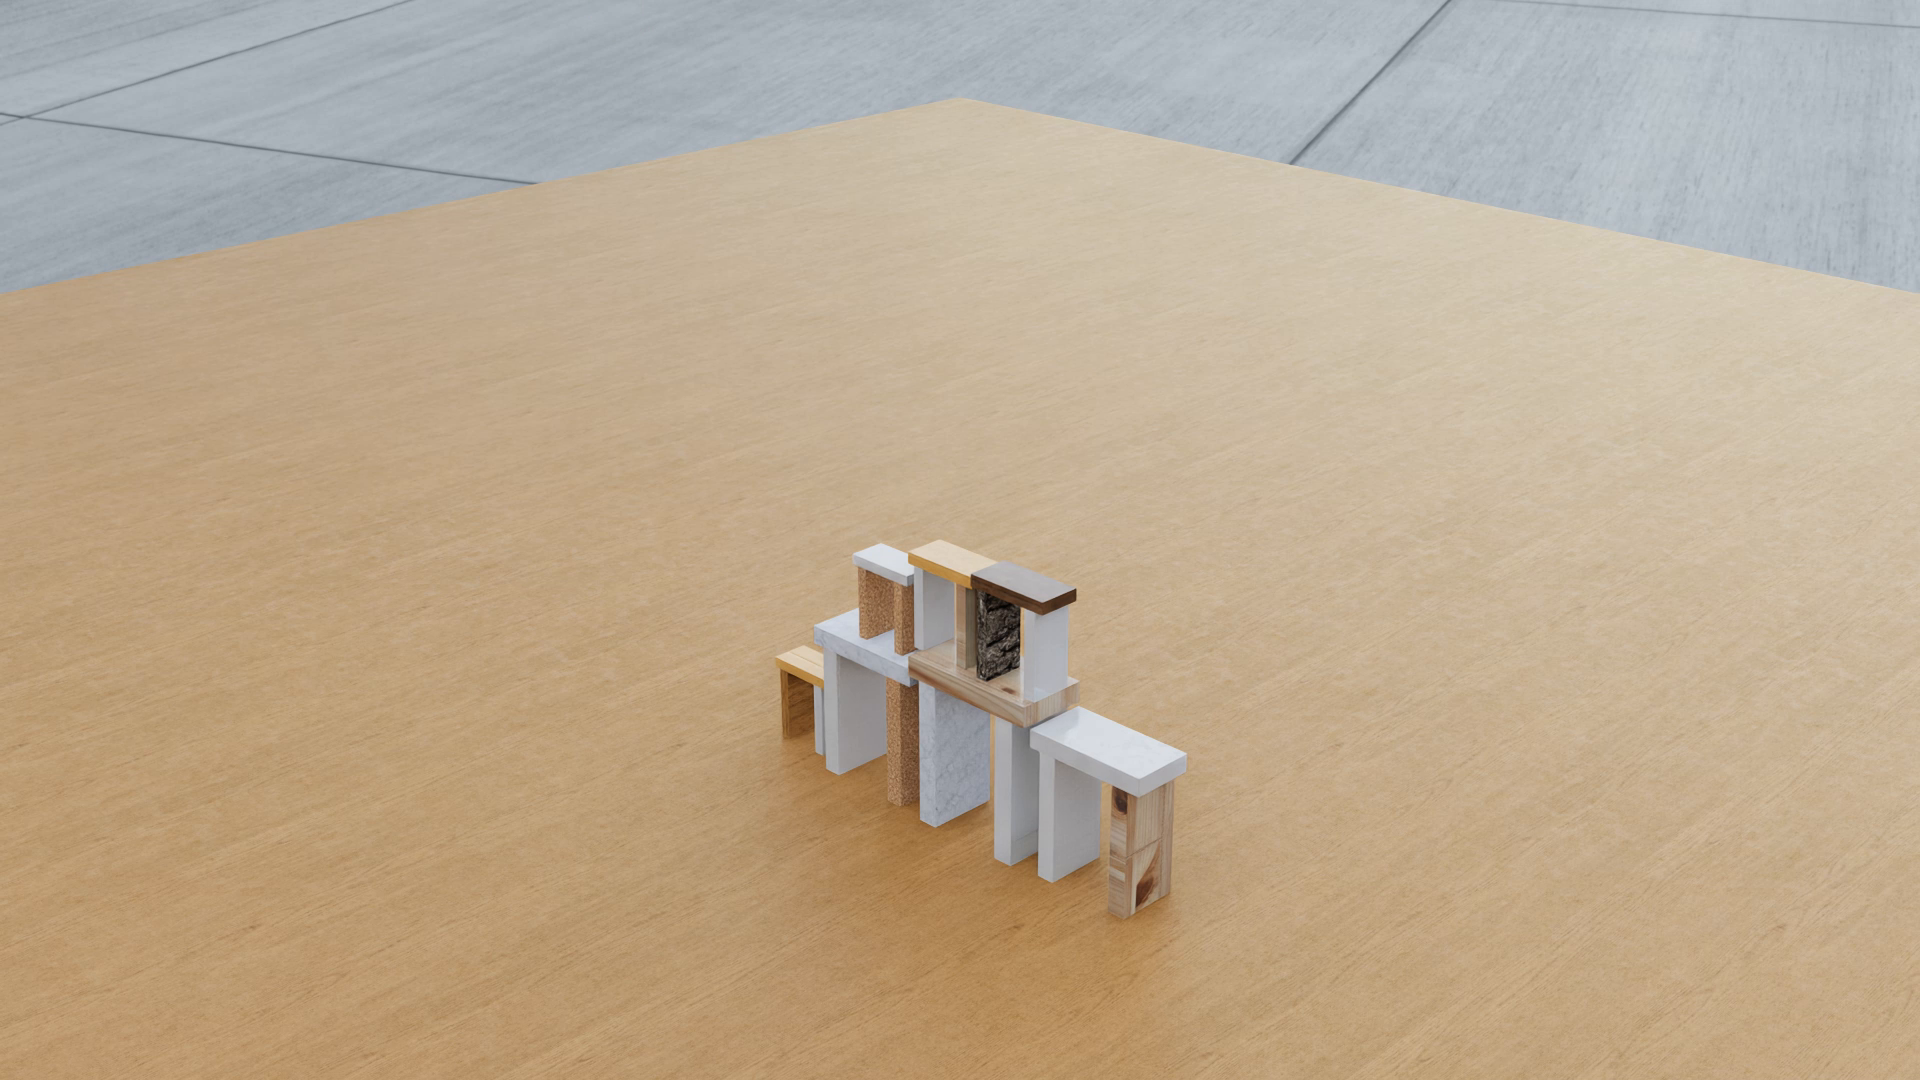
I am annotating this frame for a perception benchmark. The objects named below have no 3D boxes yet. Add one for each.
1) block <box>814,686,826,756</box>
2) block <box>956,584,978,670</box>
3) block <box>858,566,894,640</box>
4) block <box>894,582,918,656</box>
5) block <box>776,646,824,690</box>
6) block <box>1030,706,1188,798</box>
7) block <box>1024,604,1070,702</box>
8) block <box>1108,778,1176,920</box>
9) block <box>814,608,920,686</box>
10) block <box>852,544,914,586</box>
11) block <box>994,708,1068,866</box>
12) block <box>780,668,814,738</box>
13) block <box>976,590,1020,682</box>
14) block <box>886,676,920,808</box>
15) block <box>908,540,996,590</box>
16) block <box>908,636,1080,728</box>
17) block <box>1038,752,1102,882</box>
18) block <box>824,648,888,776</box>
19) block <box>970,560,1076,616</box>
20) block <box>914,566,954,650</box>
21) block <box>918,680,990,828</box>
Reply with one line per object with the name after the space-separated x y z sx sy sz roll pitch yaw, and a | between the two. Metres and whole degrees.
-0.272 0.371 4.681 0.023 0.161 0.081 21 31 41 | block
0.033 0.155 4.259 0.025 0.176 0.088 21 31 41 | block
-0.169 0.117 4.456 0.022 0.157 0.078 21 31 41 | block
-0.095 0.146 4.388 0.022 0.157 0.078 21 31 41 | block
-0.310 0.271 4.680 0.161 0.023 0.081 21 31 41 | block
0.275 0.392 4.097 0.270 0.038 0.135 21 31 41 | block
0.162 0.204 4.129 0.026 0.186 0.093 21 31 41 | block
0.339 0.559 4.098 0.038 0.270 0.135 21 31 41 | block
-0.150 0.214 4.480 0.283 0.040 0.142 21 31 41 | block
-0.132 0.049 4.388 0.157 0.022 0.078 21 31 41 | block
0.138 0.462 4.272 0.044 0.312 0.156 21 31 41 | block
-0.348 0.341 4.751 0.023 0.161 0.081 21 31 41 | block
0.074 0.169 4.210 0.026 0.186 0.093 21 31 41 | block
-0.083 0.389 4.481 0.040 0.284 0.142 21 31 41 | block
-0.009 0.046 4.258 0.175 0.025 0.088 21 31 41 | block
0.064 0.269 4.270 0.312 0.044 0.156 21 31 41 | block
0.211 0.509 4.215 0.038 0.270 0.135 21 31 41 | block
-0.217 0.337 4.604 0.040 0.284 0.142 21 31 41 | block
0.118 0.089 4.128 0.093 0.026 0.186 -21 31 -41 | block
-0.050 0.122 4.335 0.088 0.175 0.025 -21 31 -41 | block
-0.010 0.404 4.408 0.044 0.312 0.156 21 31 41 | block
